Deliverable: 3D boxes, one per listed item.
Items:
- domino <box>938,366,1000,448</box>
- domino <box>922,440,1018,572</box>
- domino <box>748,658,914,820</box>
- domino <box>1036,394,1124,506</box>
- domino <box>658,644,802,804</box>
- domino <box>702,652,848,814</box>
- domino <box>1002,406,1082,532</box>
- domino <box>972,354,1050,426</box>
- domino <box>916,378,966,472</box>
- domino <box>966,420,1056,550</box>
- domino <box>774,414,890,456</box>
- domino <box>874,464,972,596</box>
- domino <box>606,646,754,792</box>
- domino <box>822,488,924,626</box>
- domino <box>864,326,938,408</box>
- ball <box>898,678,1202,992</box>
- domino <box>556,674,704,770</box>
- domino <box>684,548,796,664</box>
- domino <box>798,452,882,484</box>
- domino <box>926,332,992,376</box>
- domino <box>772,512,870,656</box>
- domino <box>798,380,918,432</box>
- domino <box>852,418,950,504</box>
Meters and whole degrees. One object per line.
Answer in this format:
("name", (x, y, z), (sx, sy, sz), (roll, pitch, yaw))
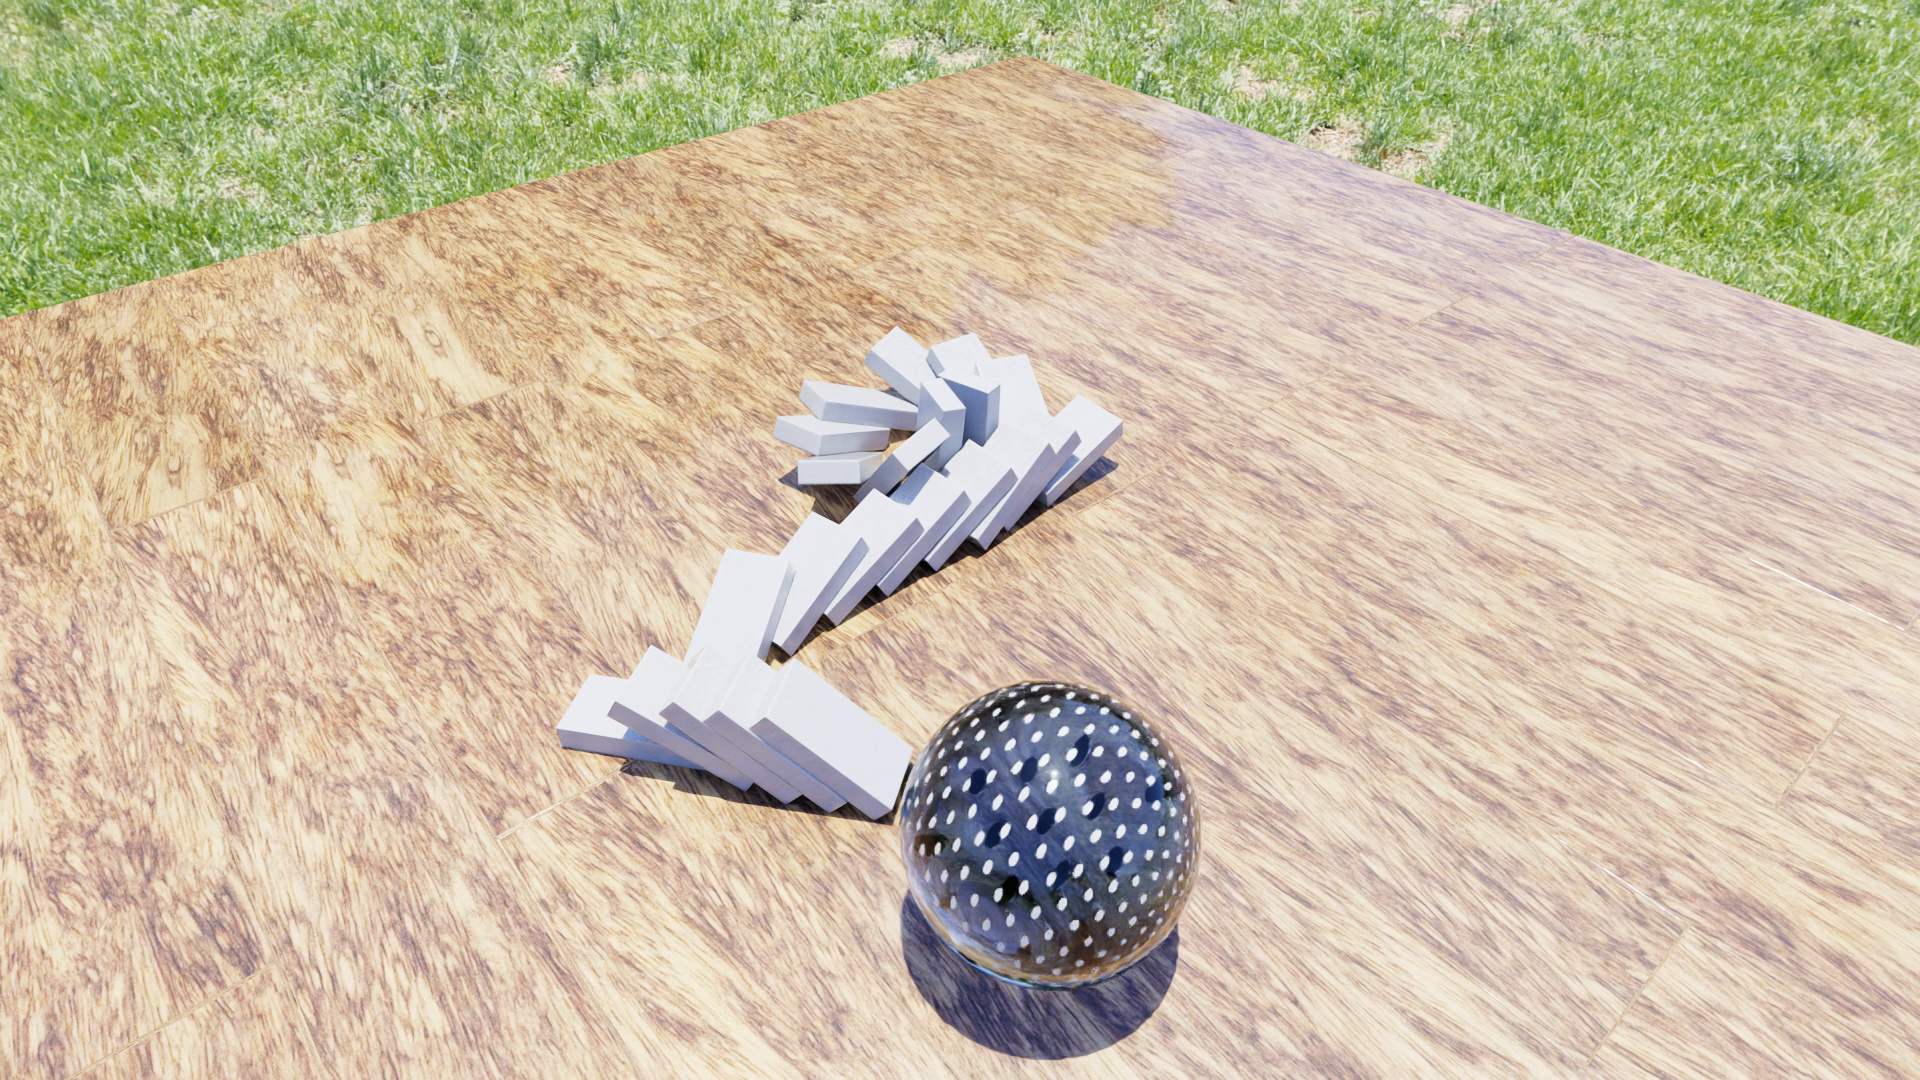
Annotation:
("domino", (0.003, -0.046, 0.468), (0.025, 0.050, 0.009), (23, 43, 26))
("domino", (-0.003, -0.014, 0.442), (0.050, 0.010, 0.025), (-48, 55, -7))
("domino", (-0.039, 0.062, 0.343), (0.050, 0.010, 0.025), (40, 38, -16))
("domino", (0.045, -0.039, 0.478), (0.025, 0.010, 0.050), (36, 69, 28))
("domino", (-0.068, 0.058, 0.348), (0.050, 0.010, 0.025), (40, 38, -16))
("domino", (-0.054, 0.061, 0.345), (0.050, 0.009, 0.025), (40, 38, -16))
("domino", (0.025, -0.030, 0.462), (0.025, 0.010, 0.050), (34, 80, 34))
("domino", (0.025, -0.059, 0.499), (0.025, 0.010, 0.050), (-12, 67, -14))
("domino", (-0.009, -0.039, 0.458), (0.009, 0.050, 0.025), (-11, 40, -22))
("domino", (0.014, -0.023, 0.451), (0.025, 0.010, 0.050), (29, 77, 33))
("domino", (-0.056, -0.047, 0.484), (0.025, 0.010, 0.050), (23, 19, 26))
("domino", (-0.022, -0.004, 0.432), (0.025, 0.010, 0.050), (34, 78, 34))
("domino", (-0.084, 0.057, 0.355), (0.050, 0.009, 0.025), (31, 40, -9))
("domino", (-0.040, 0.006, 0.420), (0.025, 0.010, 0.050), (34, 75, 34))
("domino", (-0.018, -0.076, 0.518), (0.050, 0.010, 0.025), (39, 46, -2))
("ball", (0.024, 0.077, 0.294), (0.080, 0.080, 0.080), (0, 39, 0))
("domino", (-0.106, 0.061, 0.369), (0.050, 0.010, 0.025), (7, 40, 9))
("domino", (-0.079, 0.029, 0.393), (0.025, 0.010, 0.050), (9, 63, 12))
("domino", (-0.049, -0.030, 0.460), (0.025, 0.009, 0.050), (0, 8, 7))
("domino", (0.008, -0.072, 0.513), (0.025, 0.009, 0.050), (-23, 72, -26))
("domino", (-0.059, 0.016, 0.408), (0.025, 0.010, 0.050), (26, 71, 28))
("domino", (-0.045, -0.061, 0.501), (0.050, 0.010, 0.025), (3, 26, -34))
("domino", (-0.025, -0.030, 0.449), (0.009, 0.050, 0.025), (48, 61, -2))
